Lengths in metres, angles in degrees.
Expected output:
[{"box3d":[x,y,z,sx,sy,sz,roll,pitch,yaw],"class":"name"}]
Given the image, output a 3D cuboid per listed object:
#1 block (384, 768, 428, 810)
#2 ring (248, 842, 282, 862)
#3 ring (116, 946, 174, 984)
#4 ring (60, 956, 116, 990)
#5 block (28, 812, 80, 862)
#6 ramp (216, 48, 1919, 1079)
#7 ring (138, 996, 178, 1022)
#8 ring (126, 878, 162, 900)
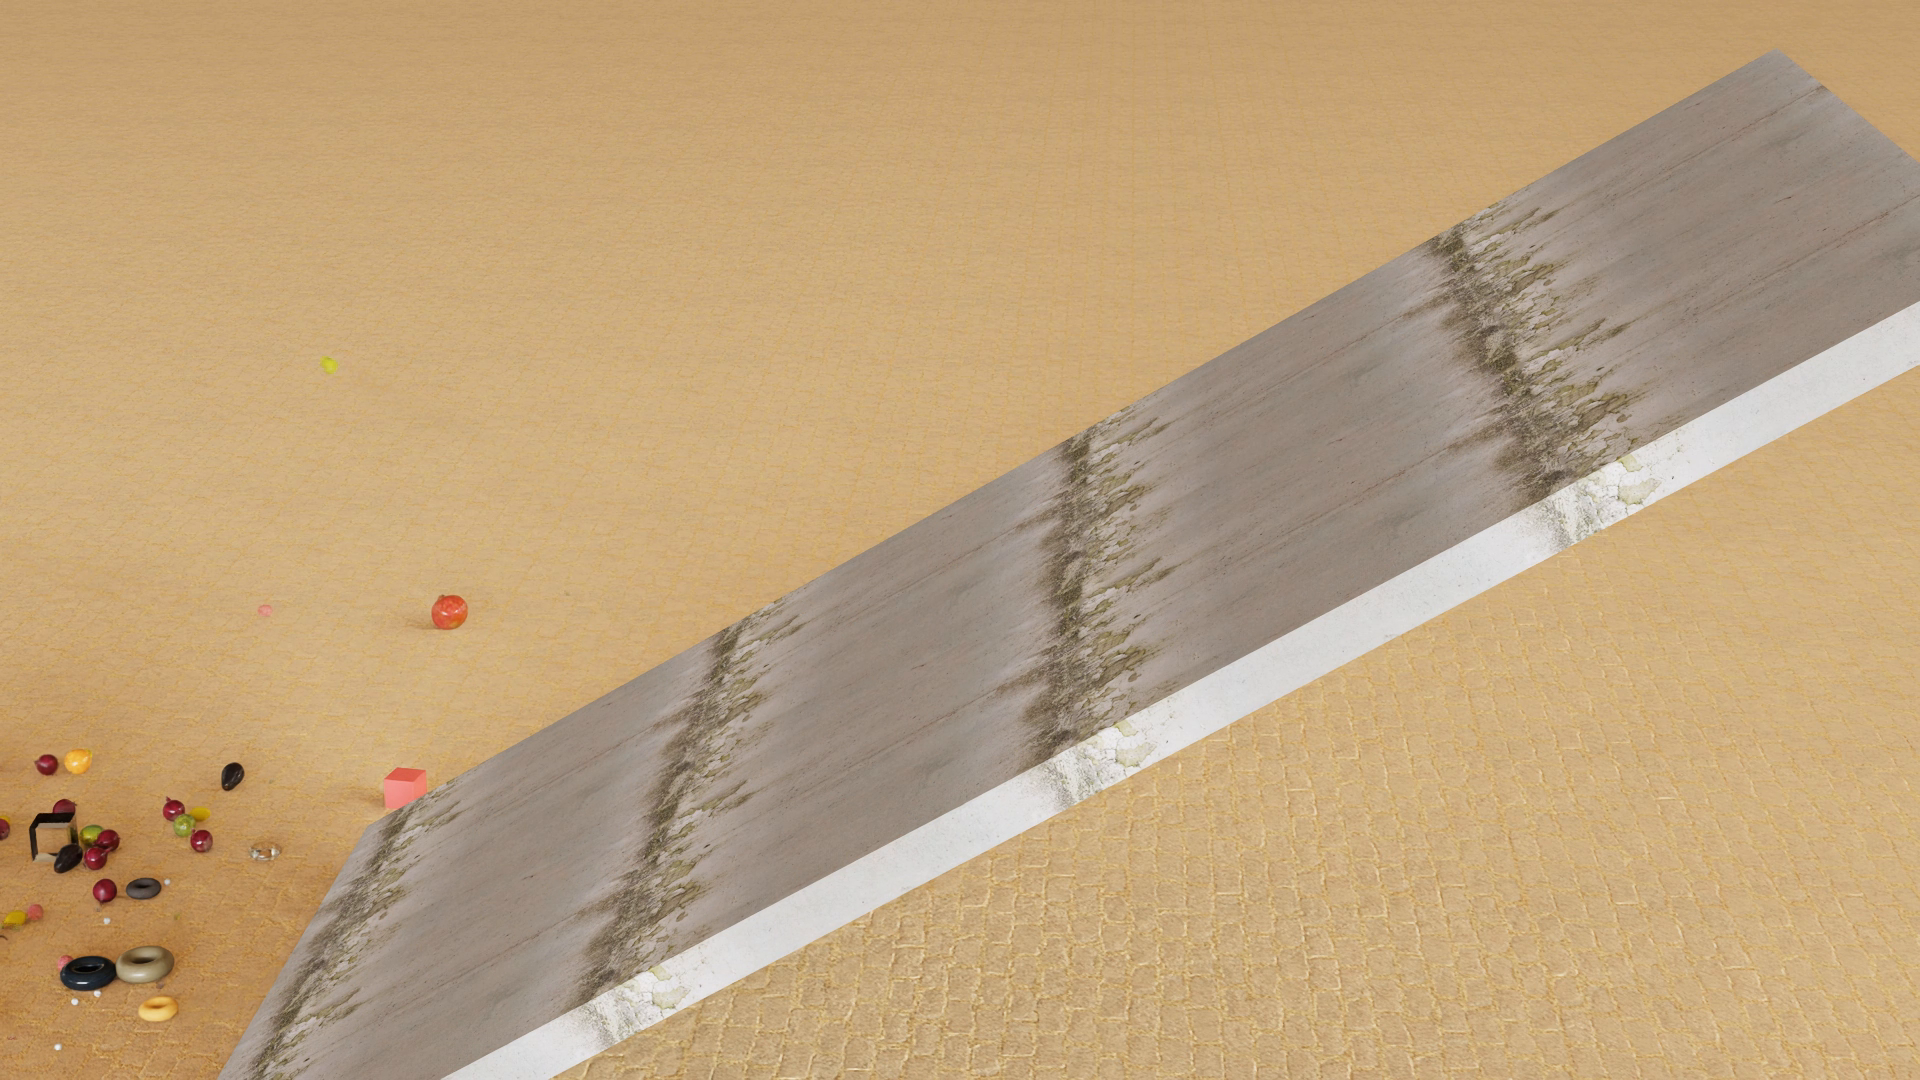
[{"box3d":[-1.503,0.675,7.976,0.085,0.085,0.085,5,19,13],"class":"block"},{"box3d":[-1.811,0.811,7.666,0.087,0.029,0.087,1,18,0],"class":"ring"},{"box3d":[-1.953,1.016,7.042,0.140,0.047,0.140,-1,20,0],"class":"ring"},{"box3d":[-2.076,1.031,7.003,0.131,0.044,0.131,1,19,0],"class":"ring"},{"box3d":[-2.361,0.775,7.667,0.097,0.097,0.097,-1,19,-2],"class":"block"},{"box3d":[0.142,0.168,6.286,4.000,0.100,2.000,-29,15,12],"class":"ramp"},{"box3d":[-1.865,1.091,6.847,0.092,0.031,0.092,-1,19,0],"class":"ring"},{"box3d":[-2.070,0.884,7.455,0.087,0.029,0.087,1,20,0],"class":"ring"}]
